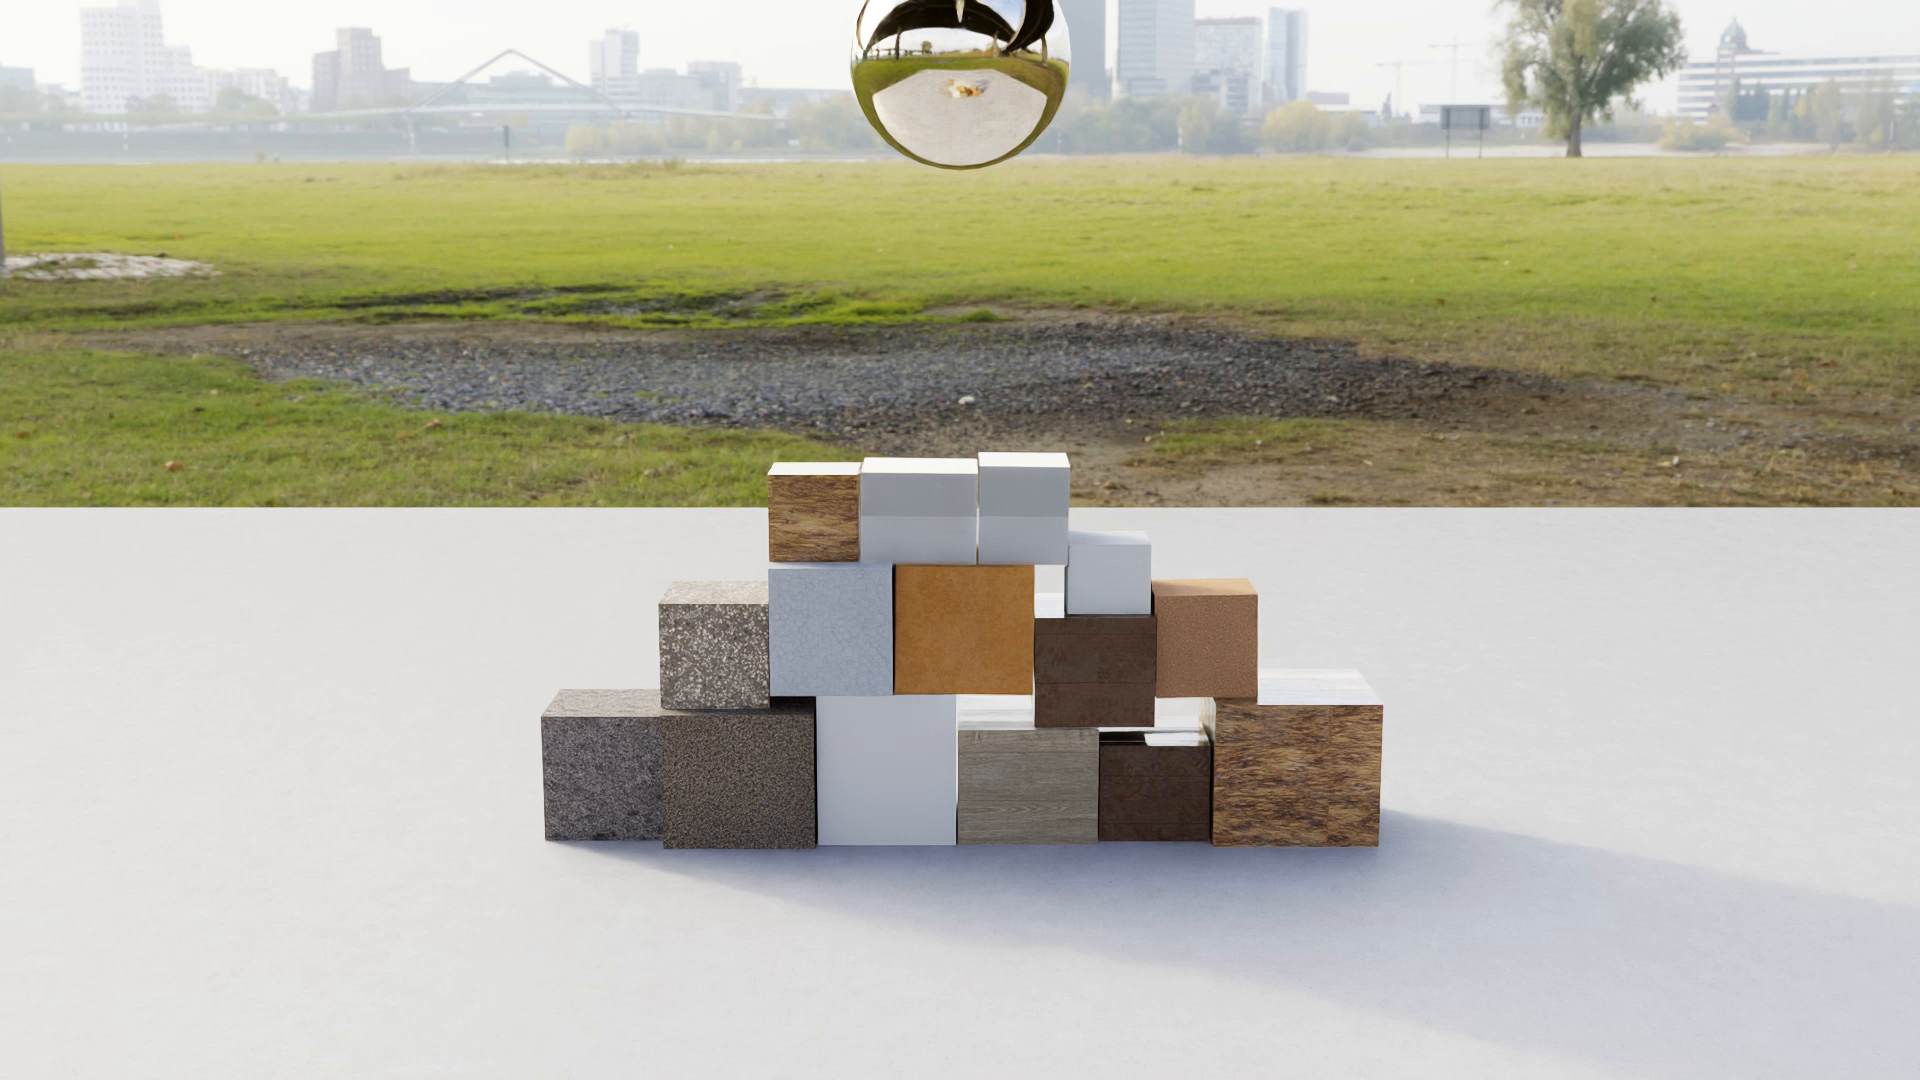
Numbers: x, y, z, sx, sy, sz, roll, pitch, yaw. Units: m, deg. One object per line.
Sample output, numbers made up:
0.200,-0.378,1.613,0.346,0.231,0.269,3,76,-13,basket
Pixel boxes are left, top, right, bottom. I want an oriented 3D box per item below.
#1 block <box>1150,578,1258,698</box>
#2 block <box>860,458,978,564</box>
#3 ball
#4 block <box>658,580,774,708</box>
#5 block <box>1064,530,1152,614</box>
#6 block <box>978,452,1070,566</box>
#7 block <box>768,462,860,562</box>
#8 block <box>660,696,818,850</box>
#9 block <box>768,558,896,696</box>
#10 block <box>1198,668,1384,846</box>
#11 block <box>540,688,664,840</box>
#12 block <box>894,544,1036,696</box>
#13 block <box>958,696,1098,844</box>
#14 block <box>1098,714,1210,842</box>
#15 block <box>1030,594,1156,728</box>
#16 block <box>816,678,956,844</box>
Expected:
1.239,0.497,11.253,0.514,0.525,0.426,-1,10,0,block
-0.204,-0.151,11.142,0.575,0.459,0.497,1,10,0,block
0.000,-3.461,15.790,1.600,1.600,1.600,0,10,0,ball
-1.229,0.530,11.272,0.546,0.538,0.575,0,10,0,block
0.748,0.161,11.199,0.415,0.354,0.398,0,10,0,block
0.318,-0.162,11.140,0.446,0.495,0.475,1,10,0,block
-0.733,-0.143,11.155,0.445,0.443,0.401,0,10,0,block
-1.107,1.137,11.373,0.761,0.693,0.823,0,10,0,block
-0.640,0.397,11.233,0.611,0.647,0.698,0,10,0,block
1.690,1.115,11.377,0.834,0.736,0.753,0,10,0,block
-1.803,1.156,11.387,0.610,0.651,0.565,0,10,0,block
0.023,0.396,11.240,0.689,0.647,0.631,1,10,0,block
0.342,1.183,11.385,0.706,0.599,0.684,0,10,0,block
0.984,1.228,11.411,0.558,0.501,0.607,0,10,0,block
0.676,0.609,11.295,0.604,0.563,0.607,0,10,0,block
-0.369,1.091,11.393,0.696,0.777,0.733,0,10,0,block
